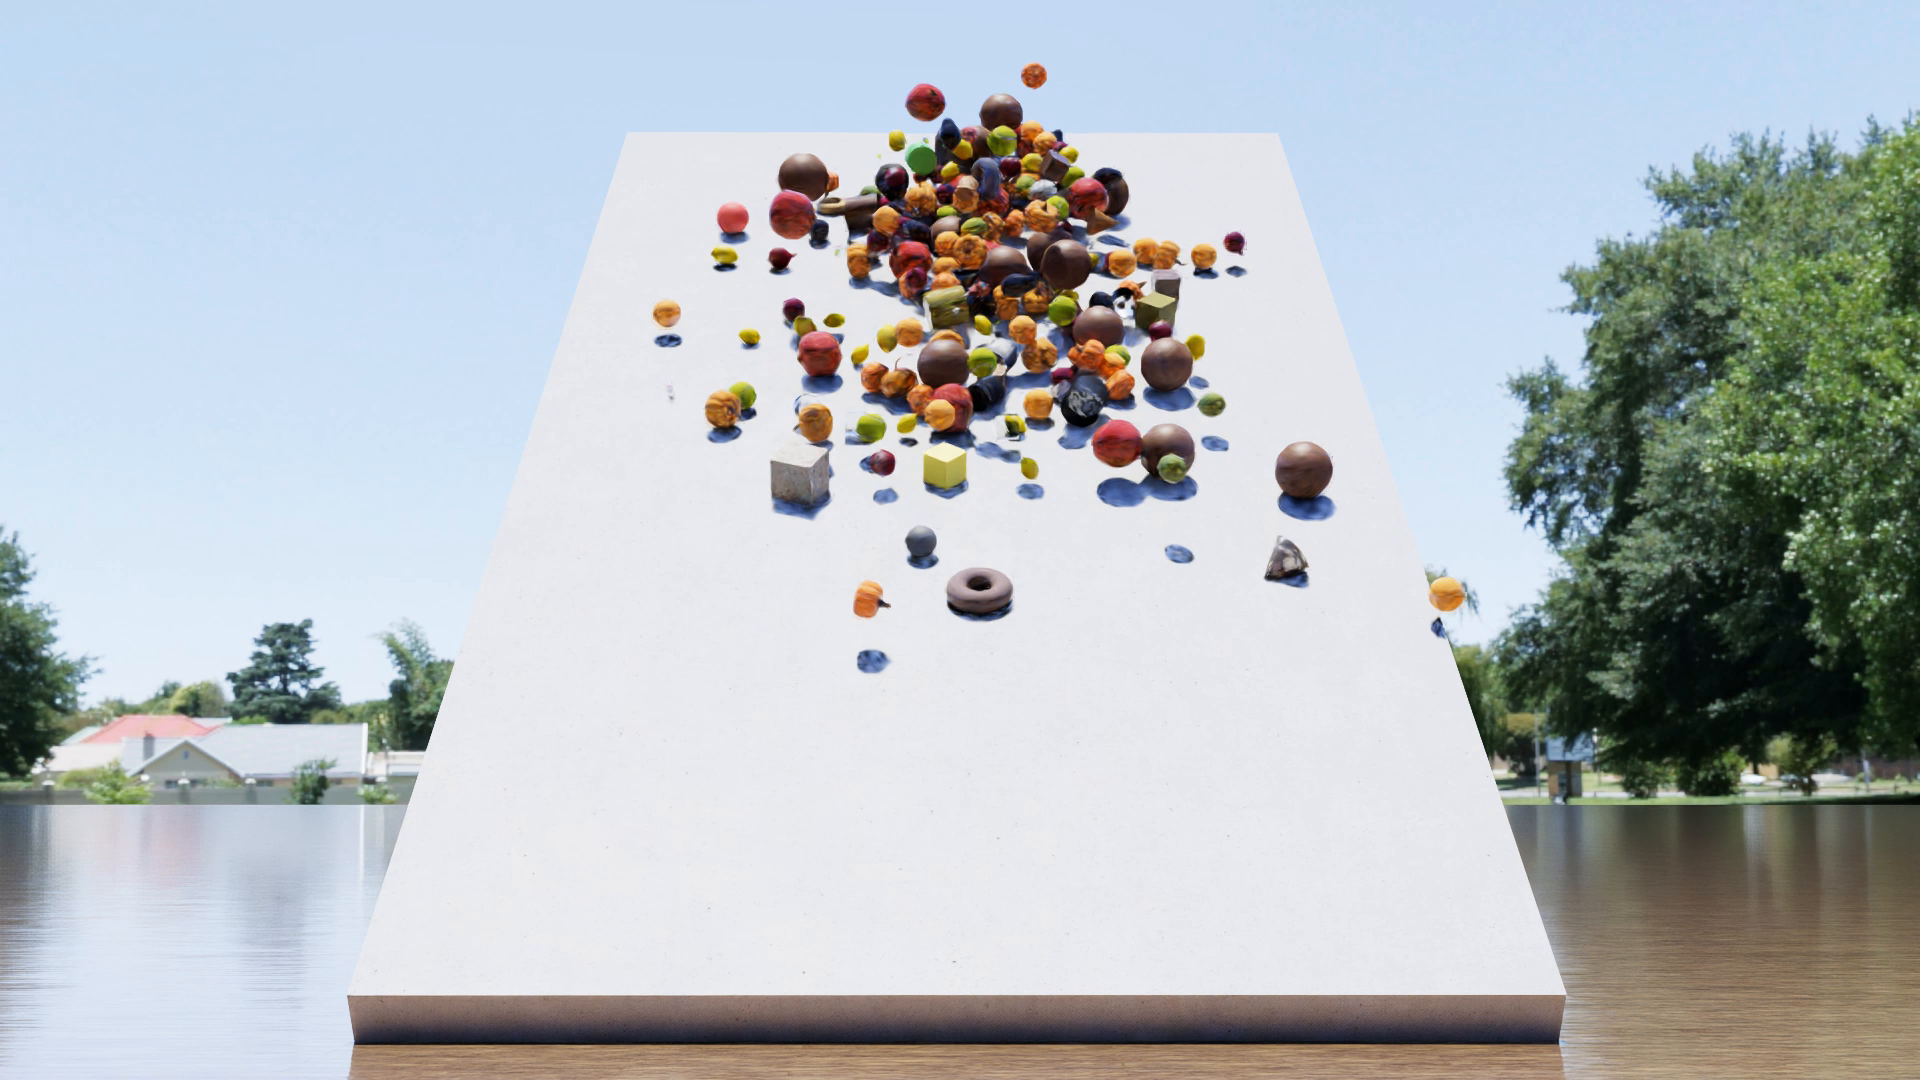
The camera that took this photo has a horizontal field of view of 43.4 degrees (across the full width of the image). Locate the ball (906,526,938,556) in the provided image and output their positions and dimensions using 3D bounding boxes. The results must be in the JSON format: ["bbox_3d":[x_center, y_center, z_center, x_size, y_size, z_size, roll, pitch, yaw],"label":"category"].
[{"bbox_3d":[-0.083,0.003,5.181,0.068,0.068,0.068,0,-6,0],"label":"ball"}]

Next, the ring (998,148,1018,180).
[{"bbox_3d":[0.131,-1.076,6.939,0.036,0.109,0.109,28,-8,-3],"label":"ring"}]

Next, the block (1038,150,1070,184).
[{"bbox_3d":[0.258,-1.016,6.569,0.057,0.057,0.057,22,27,-23],"label":"block"}]

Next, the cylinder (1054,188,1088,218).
[{"bbox_3d":[0.308,-0.933,6.695,0.078,0.078,0.078,-3,0,22],"label":"cylinder"}]

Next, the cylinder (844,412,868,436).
[{"bbox_3d":[-0.244,-0.273,5.668,0.055,0.055,0.055,-1,-6,-2],"label":"cylinder"}]

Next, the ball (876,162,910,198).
[{"bbox_3d":[-0.195,-1.035,6.948,0.099,0.099,0.099,0,-6,0],"label":"ball"}]

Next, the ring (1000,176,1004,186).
[{"bbox_3d":[0.086,-0.999,6.701,0.079,0.026,0.079,2,-1,0],"label":"ring"}]

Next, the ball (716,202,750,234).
[{"bbox_3d":[-0.631,-0.896,6.713,0.090,0.090,0.090,0,-6,0],"label":"ball"}]

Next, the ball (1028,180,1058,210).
[{"bbox_3d":[0.232,-0.959,6.718,0.084,0.084,0.084,0,-6,0],"label":"ball"}]

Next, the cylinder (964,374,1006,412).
[{"bbox_3d":[0.059,-0.352,5.794,0.071,0.071,0.071,-5,21,40],"label":"cylinder"}]

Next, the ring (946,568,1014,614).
[{"bbox_3d":[0.040,0.104,5.027,0.141,0.047,0.141,0,31,0],"label":"ring"}]

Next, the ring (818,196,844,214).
[{"bbox_3d":[-0.362,-0.951,6.872,0.089,0.030,0.089,0,29,0],"label":"ring"}]

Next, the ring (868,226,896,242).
[{"bbox_3d":[-0.216,-0.844,6.672,0.084,0.028,0.084,-14,20,5],"label":"ring"}]

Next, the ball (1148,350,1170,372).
[{"bbox_3d":[0.493,-0.442,5.969,0.053,0.053,0.053,0,-6,0],"label":"ball"}]

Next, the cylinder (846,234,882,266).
[{"bbox_3d":[-0.261,-0.786,6.544,0.070,0.070,0.070,-24,9,-36],"label":"cylinder"}]

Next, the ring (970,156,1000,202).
[{"bbox_3d":[0.069,-0.982,6.583,0.041,0.124,0.124,-6,-2,-29],"label":"ring"}]

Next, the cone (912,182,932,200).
[{"bbox_3d":[-0.120,-1.000,6.962,0.053,0.053,0.053,-11,-12,35],"label":"cone"}]

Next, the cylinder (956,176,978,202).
[{"bbox_3d":[0.019,-0.946,6.499,0.050,0.050,0.050,11,-41,10],"label":"cylinder"}]

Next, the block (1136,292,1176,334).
[{"bbox_3d":[0.502,-0.583,6.194,0.073,0.073,0.073,23,37,34],"label":"block"}]

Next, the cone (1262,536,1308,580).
[{"bbox_3d":[0.673,0.055,5.121,0.092,0.092,0.092,-41,3,-12],"label":"cone"}]

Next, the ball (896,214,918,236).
[{"bbox_3d":[-0.145,-0.871,6.693,0.060,0.060,0.060,0,-6,0],"label":"ball"}]

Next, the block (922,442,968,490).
[{"bbox_3d":[-0.034,-0.168,5.473,0.071,0.071,0.071,24,37,34],"label":"block"}]

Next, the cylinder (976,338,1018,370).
[{"bbox_3d":[0.091,-0.442,5.916,0.079,0.079,0.079,-3,25,28],"label":"cylinder"}]

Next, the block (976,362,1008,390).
[{"bbox_3d":[0.078,-0.386,5.860,0.062,0.062,0.062,7,31,12],"label":"block"}]

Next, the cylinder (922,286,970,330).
[{"bbox_3d":[-0.036,-0.590,6.139,0.098,0.098,0.098,-13,-5,-7],"label":"cylinder"}]

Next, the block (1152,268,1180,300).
[{"bbox_3d":[0.541,-0.671,6.356,0.064,0.064,0.064,-2,30,-4],"label":"block"}]

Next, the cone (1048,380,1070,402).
[{"bbox_3d":[0.234,-0.357,5.841,0.056,0.056,0.056,-1,-5,44],"label":"cone"}]

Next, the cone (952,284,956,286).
[{"bbox_3d":[-0.030,-0.627,6.312,0.065,0.065,0.065,-26,-11,10],"label":"cone"}]

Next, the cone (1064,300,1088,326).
[{"bbox_3d":[0.300,-0.590,6.216,0.063,0.063,0.063,0,30,0],"label":"cone"}]

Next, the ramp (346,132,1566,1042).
[{"bbox_3d":[-0.013,-0.210,5.717,2.000,0.100,4.000,0,30,0],"label":"ramp"}]

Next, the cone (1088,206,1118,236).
[{"bbox_3d":[0.393,-0.859,6.532,0.080,0.080,0.080,2,-7,-14],"label":"cone"}]

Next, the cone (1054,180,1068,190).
[{"bbox_3d":[0.278,-0.965,6.850,0.084,0.084,0.084,-16,0,0],"label":"cone"}]

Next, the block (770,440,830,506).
[{"bbox_3d":[-0.359,-0.149,5.412,0.098,0.098,0.098,12,32,19],"label":"block"}]

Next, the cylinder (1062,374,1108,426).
[{"bbox_3d":[0.296,-0.331,5.736,0.093,0.093,0.093,-2,28,19],"label":"cylinder"}]

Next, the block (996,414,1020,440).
[{"bbox_3d":[0.109,-0.262,5.597,0.053,0.053,0.053,-3,-5,0],"label":"block"}]

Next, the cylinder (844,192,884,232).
[{"bbox_3d":[-0.268,-0.913,6.728,0.093,0.093,0.093,-11,-8,9],"label":"cylinder"}]

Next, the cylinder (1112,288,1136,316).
[{"bbox_3d":[0.420,-0.608,6.183,0.053,0.053,0.053,-2,-36,15],"label":"cylinder"}]

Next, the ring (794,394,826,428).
[{"bbox_3d":[-0.356,-0.306,5.716,0.088,0.088,0.029,5,-31,-41],"label":"ring"}]
